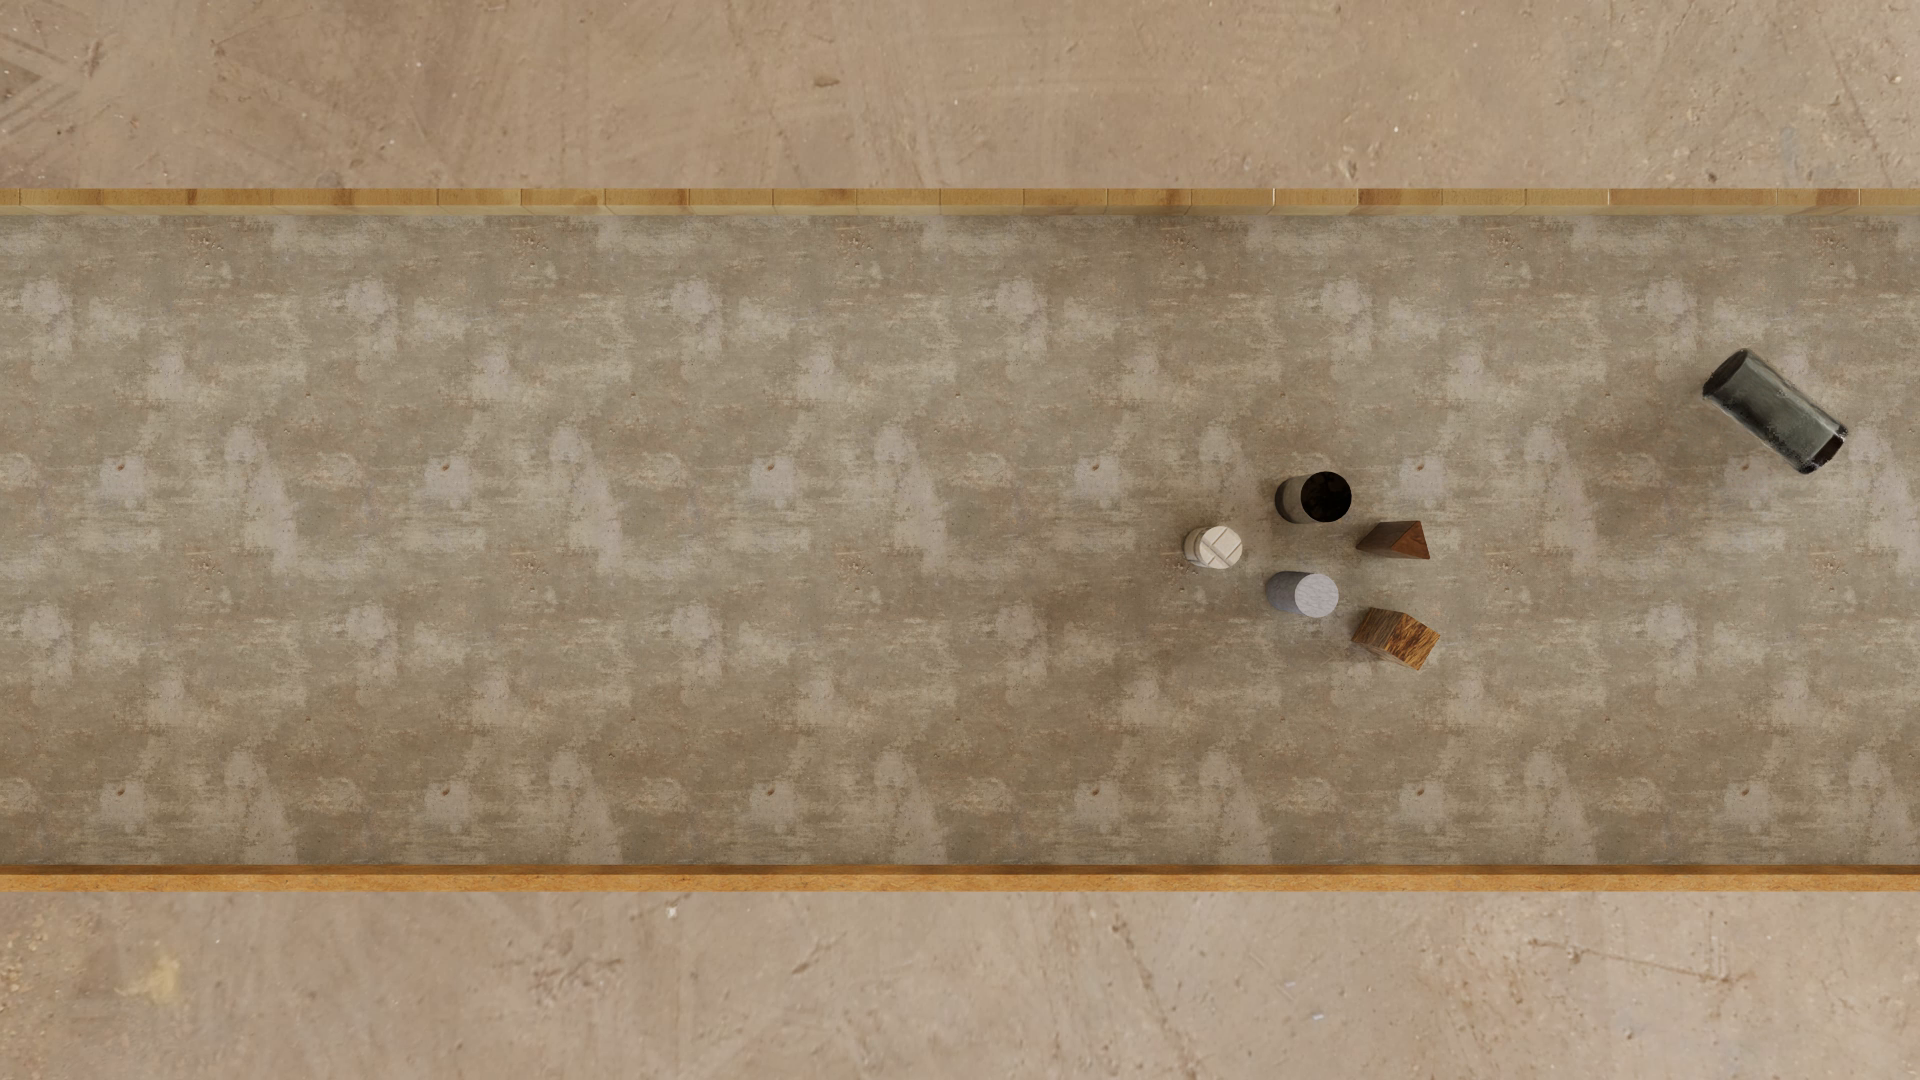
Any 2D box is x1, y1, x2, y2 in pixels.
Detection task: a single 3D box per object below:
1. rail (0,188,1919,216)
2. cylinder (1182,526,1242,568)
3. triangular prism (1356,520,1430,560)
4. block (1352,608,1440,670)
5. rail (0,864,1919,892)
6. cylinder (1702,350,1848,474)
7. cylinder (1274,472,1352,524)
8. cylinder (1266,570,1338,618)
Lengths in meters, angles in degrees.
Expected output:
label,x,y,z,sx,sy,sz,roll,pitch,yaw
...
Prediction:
label,x,y,z,sx,sy,sz,roll,pitch,yaw
rail,-2.247,-1.025,5.002,12.000,0.150,0.050,0,90,0
cylinder,0.747,0.022,4.899,0.122,0.356,0.122,0,90,0
triangular prism,1.285,-0.008,4.867,0.113,0.419,0.098,15,90,0
block,1.284,0.289,4.881,0.120,0.390,0.120,32,90,0
rail,-2.247,1.025,5.001,12.000,0.150,0.050,0,90,0
cylinder,2.461,-0.387,4.987,0.381,0.179,0.179,39,90,0
cylinder,1.041,-0.123,4.884,0.146,0.385,0.146,0,90,0
cylinder,1.005,0.157,4.862,0.124,0.429,0.124,0,90,0
